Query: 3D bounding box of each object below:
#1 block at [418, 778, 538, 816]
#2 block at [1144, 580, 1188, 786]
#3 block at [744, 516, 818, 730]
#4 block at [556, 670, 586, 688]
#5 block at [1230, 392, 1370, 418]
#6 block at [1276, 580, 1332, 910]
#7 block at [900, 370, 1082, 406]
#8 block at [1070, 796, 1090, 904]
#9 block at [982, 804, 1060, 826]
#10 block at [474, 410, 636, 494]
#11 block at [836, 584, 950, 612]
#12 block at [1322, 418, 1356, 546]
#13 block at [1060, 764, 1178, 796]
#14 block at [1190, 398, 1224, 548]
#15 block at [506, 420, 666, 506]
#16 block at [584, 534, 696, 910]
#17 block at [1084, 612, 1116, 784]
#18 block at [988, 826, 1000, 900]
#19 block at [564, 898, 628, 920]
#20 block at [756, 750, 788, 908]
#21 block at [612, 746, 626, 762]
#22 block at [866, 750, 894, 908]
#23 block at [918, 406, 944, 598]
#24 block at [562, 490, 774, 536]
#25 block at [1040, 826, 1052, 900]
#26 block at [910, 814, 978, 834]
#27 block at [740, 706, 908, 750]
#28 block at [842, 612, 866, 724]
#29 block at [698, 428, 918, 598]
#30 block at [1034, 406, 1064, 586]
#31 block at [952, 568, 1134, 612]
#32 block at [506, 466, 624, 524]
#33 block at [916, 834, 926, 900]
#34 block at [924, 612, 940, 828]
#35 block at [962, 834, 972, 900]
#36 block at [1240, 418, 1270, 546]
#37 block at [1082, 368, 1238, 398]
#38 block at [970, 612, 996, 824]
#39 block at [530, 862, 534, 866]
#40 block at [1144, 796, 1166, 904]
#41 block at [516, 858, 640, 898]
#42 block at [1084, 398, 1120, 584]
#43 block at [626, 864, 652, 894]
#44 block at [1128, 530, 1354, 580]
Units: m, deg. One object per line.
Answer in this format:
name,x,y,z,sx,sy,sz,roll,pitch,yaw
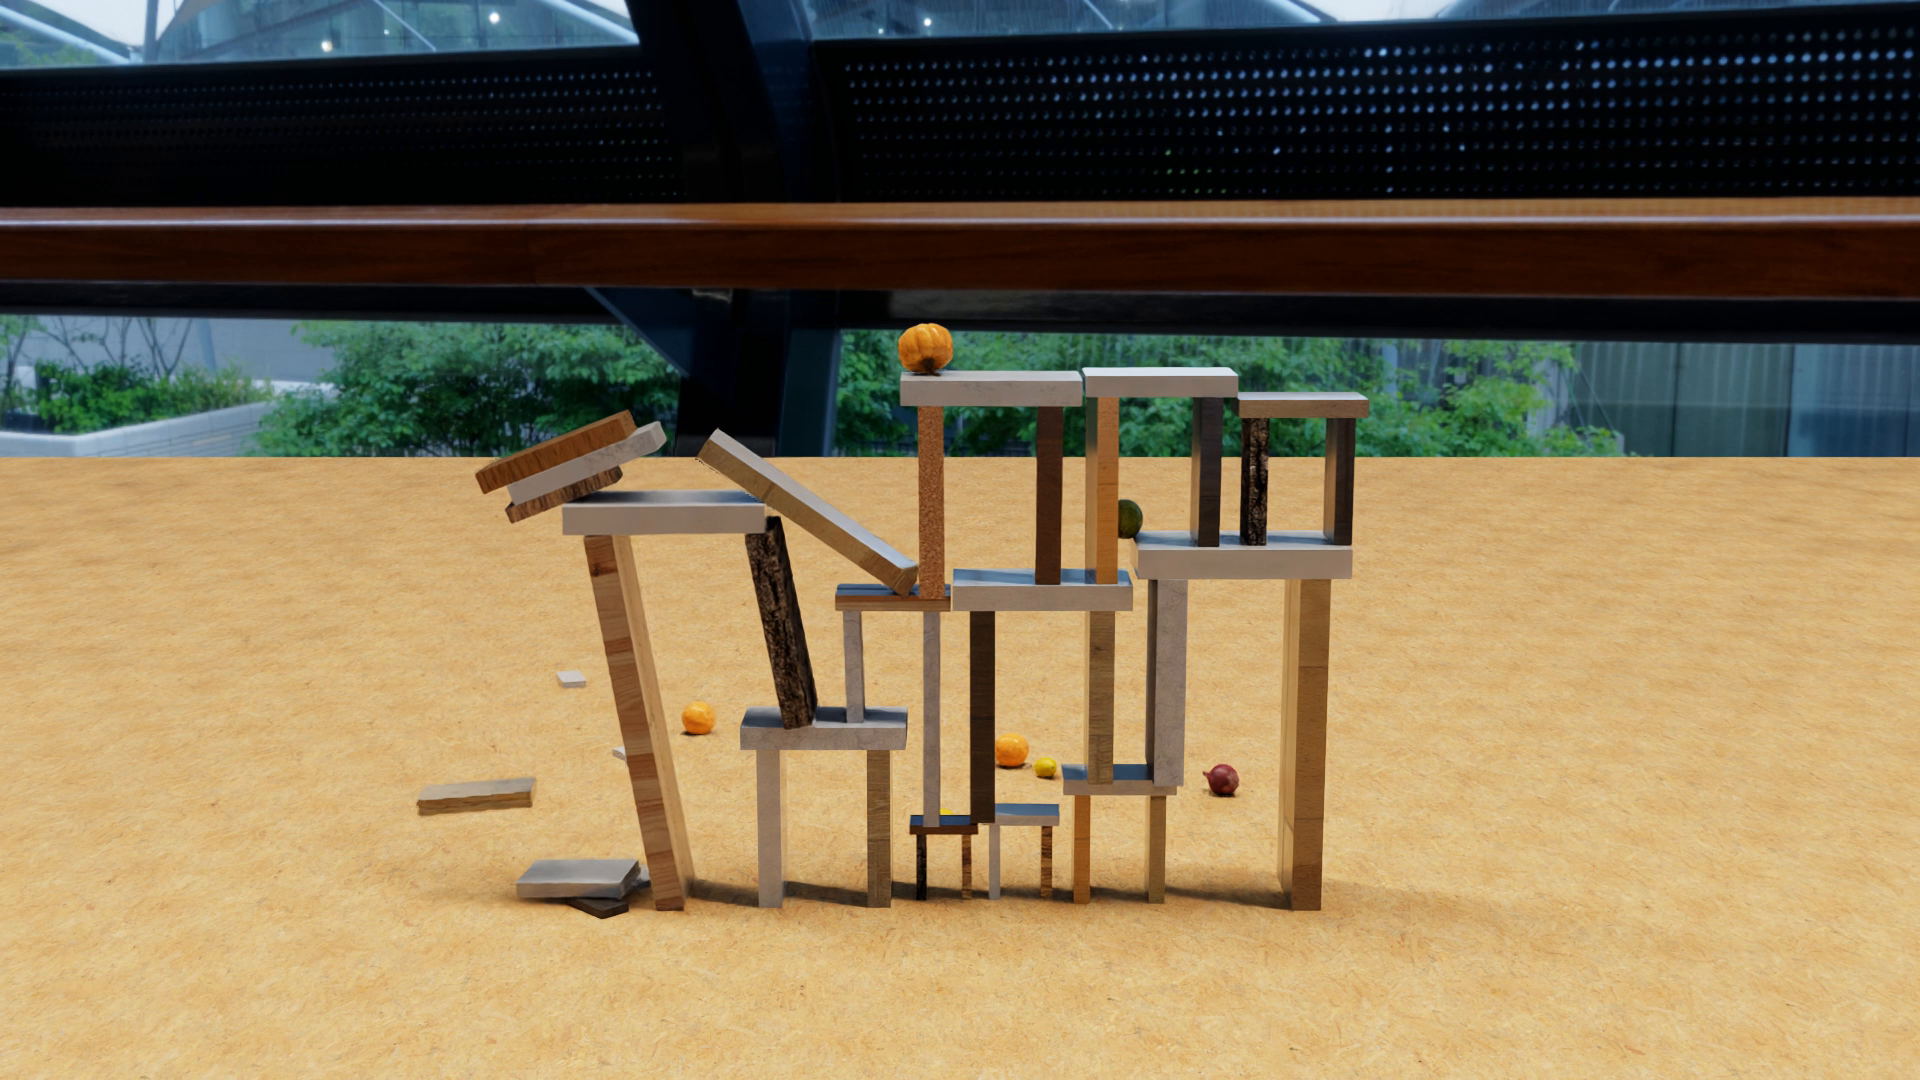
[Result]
block,-0.795,0.423,3.628,0.183,0.026,0.091,-4,9,-5
block,0.337,0.215,3.600,0.048,0.340,0.170,0,11,0
block,-0.289,0.132,3.581,0.045,0.320,0.160,-10,10,2
block,-0.897,0.321,5.074,0.053,0.015,0.105,-3,11,-18
block,0.543,-0.217,3.522,0.205,0.029,0.103,0,11,0
block,0.565,0.318,3.622,0.048,0.552,0.170,0,11,0
block,0.049,-0.243,3.519,0.286,0.041,0.143,0,11,0
block,0.200,0.499,3.649,0.026,0.185,0.093,0,11,0
block,0.100,0.455,3.642,0.129,0.018,0.064,0,11,2
block,-0.648,-0.143,3.540,0.247,0.035,0.123,-21,10,3
block,-0.108,0.094,3.581,0.185,0.026,0.093,0,11,0
block,0.611,-0.101,3.543,0.029,0.205,0.103,0,11,0
block,0.261,0.395,3.630,0.185,0.026,0.093,0,11,0
block,0.396,-0.117,3.534,0.034,0.239,0.120,0,11,-1
block,-0.599,-0.125,3.541,0.247,0.035,0.123,-21,10,2
block,-0.523,0.284,3.609,0.045,0.625,0.160,-9,10,2
block,0.227,0.241,3.601,0.041,0.287,0.144,0,11,0
block,0.057,0.527,3.658,0.018,0.129,0.064,0,11,0
block,-0.595,0.595,3.601,0.053,0.015,0.105,-10,15,-44
block,-0.310,0.459,3.643,0.038,0.267,0.134,0,11,0
block,-0.656,0.436,4.455,0.053,0.015,0.105,-8,13,-37
block,-0.132,0.459,3.643,0.038,0.267,0.134,0,11,0
block,-0.046,-0.071,3.551,0.041,0.309,0.143,0,11,0
block,-0.468,-0.046,3.547,0.319,0.045,0.160,0,11,0
block,0.143,0.526,3.658,0.018,0.129,0.064,0,11,0
block,-0.026,0.471,3.642,0.113,0.016,0.057,0,11,0
block,-0.221,0.309,3.615,0.267,0.038,0.134,0,11,0
block,-0.173,0.198,3.600,0.026,0.185,0.093,-2,11,0
block,-0.242,-0.046,3.553,0.400,0.035,0.123,34,9,-7
block,0.143,-0.082,3.549,0.041,0.286,0.143,1,11,1
block,0.132,0.080,3.571,0.287,0.041,0.144,0,11,0
block,-0.638,-0.078,3.549,0.183,0.026,0.091,-21,10,1
block,-0.064,0.535,3.654,0.016,0.113,0.057,0,11,0
block,-0.046,0.284,3.616,0.026,0.361,0.093,0,11,0
block,0.011,0.535,3.654,0.016,0.113,0.057,-1,11,0
block,0.474,-0.101,3.542,0.029,0.205,0.103,0,11,0
block,0.317,-0.252,3.512,0.239,0.034,0.120,0,11,0
block,0.036,0.273,3.607,0.041,0.352,0.144,0,11,0
block,-0.691,0.565,3.770,0.091,0.013,0.045,-1,11,-8
block,0.324,0.499,3.649,0.026,0.185,0.093,0,11,0
block,-0.633,0.561,3.647,0.183,0.026,0.091,-2,16,13
block,0.228,-0.088,3.542,0.034,0.300,0.120,-1,11,-6
block,-0.557,0.571,3.674,0.091,0.013,0.045,-15,32,-29
block,0.451,0.023,3.566,0.340,0.048,0.170,0,11,0
